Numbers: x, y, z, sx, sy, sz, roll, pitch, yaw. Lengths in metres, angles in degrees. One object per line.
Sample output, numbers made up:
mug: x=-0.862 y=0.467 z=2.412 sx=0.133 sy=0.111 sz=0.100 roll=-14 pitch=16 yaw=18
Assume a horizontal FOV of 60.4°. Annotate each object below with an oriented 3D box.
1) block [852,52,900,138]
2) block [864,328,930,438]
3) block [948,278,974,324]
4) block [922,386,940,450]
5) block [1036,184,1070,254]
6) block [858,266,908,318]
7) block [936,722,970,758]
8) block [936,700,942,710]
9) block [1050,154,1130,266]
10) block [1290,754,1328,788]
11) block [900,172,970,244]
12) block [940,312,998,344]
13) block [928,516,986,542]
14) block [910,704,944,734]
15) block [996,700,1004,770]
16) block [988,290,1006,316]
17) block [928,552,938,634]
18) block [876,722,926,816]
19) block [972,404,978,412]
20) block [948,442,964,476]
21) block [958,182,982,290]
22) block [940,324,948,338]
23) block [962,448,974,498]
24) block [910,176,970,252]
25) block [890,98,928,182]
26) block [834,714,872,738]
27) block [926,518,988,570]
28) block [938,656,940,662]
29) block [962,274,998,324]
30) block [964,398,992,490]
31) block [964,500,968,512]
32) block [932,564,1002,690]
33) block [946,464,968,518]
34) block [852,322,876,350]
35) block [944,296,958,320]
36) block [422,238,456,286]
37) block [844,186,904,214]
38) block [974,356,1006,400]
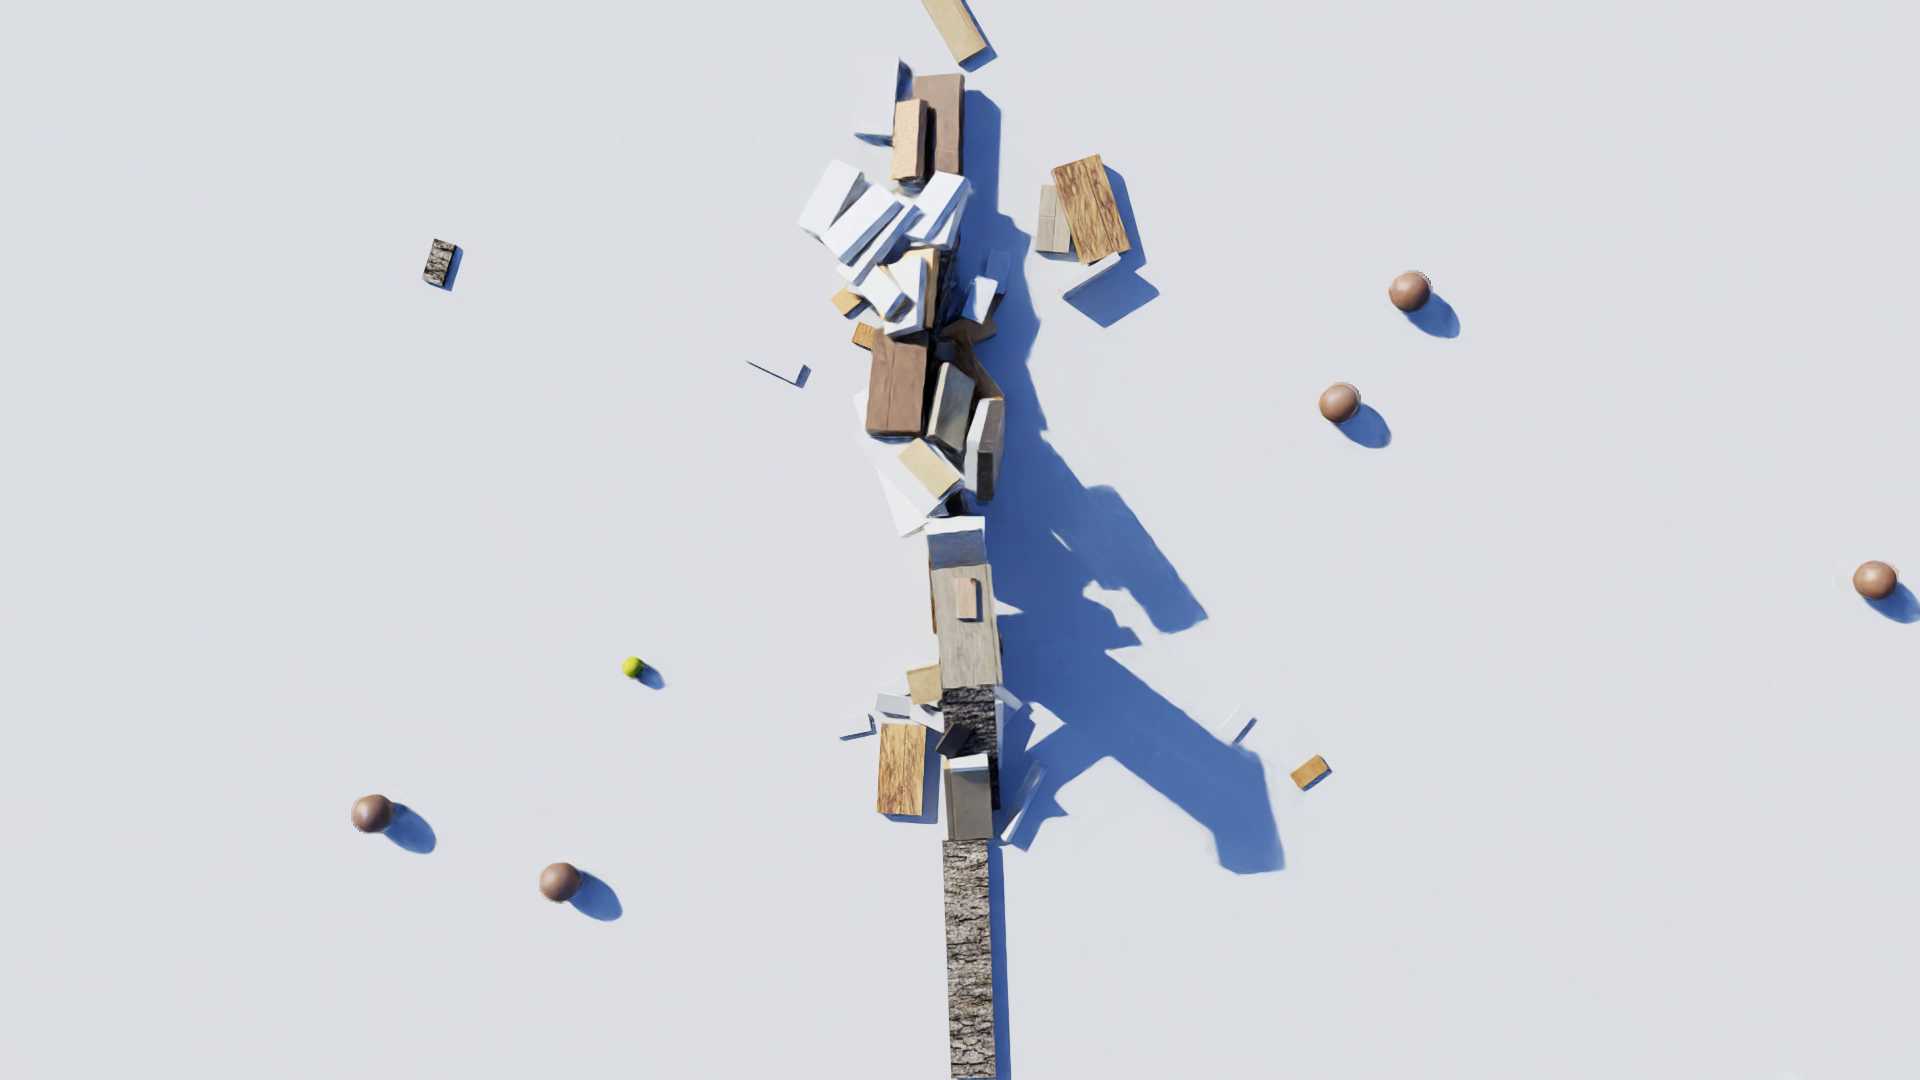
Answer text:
block: x=-0.280 y=-1.478 z=5.481 sx=0.132 sy=0.037 sz=0.265 roll=5 pitch=90 yaw=1
block: x=-0.197 y=-0.501 z=5.244 sx=0.173 sy=0.049 sz=0.346 roll=3 pitch=72 yaw=6
block: x=0.035 y=-0.765 z=5.453 sx=0.089 sy=0.025 sz=0.177 roll=30 pitch=113 yaw=0
block: x=-0.098 y=-0.379 z=5.362 sx=0.121 sy=0.034 sz=0.242 roll=6 pitch=77 yaw=42
block: x=0.315 y=-1.066 z=5.485 sx=0.109 sy=0.031 sz=0.219 roll=5 pitch=90 yaw=0
block: x=-0.247 y=-0.789 z=5.245 sx=0.027 sy=0.189 sz=0.095 roll=25 pitch=108 yaw=-43
block: x=-0.023 y=0.644 z=5.304 sx=0.061 sy=0.017 sz=0.122 roll=25 pitch=116 yaw=-15
block: x=-0.025 y=0.592 z=5.469 sx=0.071 sy=0.020 sz=0.141 roll=-15 pitch=108 yaw=0
block: x=0.431 y=-1.092 z=5.455 sx=0.164 sy=0.047 sz=0.329 roll=-20 pitch=94 yaw=-8
block: x=1.162 y=0.771 z=5.492 sx=0.115 sy=0.016 sz=0.058 roll=-37 pitch=90 yaw=0
block: x=-0.088 y=-1.078 z=5.353 sx=0.126 sy=0.036 sz=0.253 roll=22 pitch=74 yaw=38
block: x=0.026 y=-0.690 z=5.429 sx=0.177 sy=0.025 sz=0.089 roll=-26 pitch=104 yaw=3
block: x=-0.006 y=0.015 z=5.328 sx=0.175 sy=0.349 sz=0.049 roll=-3 pitch=69 yaw=0
block: x=-0.094 y=0.584 z=5.455 sx=0.141 sy=0.020 sz=0.071 roll=22 pitch=121 yaw=16
block: x=0.081 y=0.646 z=5.441 sx=0.116 sy=0.033 sz=0.231 roll=-3 pitch=104 yaw=-15
block: x=0.088 y=-0.783 z=5.490 sx=0.072 sy=0.020 sz=0.144 roll=31 pitch=90 yaw=0
block: x=-0.009 y=0.161 z=5.363 sx=0.175 sy=0.049 sz=0.349 roll=-3 pitch=133 yaw=0
block: x=-0.195 y=0.759 z=5.479 sx=0.149 sy=0.042 sz=0.297 roll=3 pitch=90 yaw=0
block: x=0.081 y=-0.423 z=5.466 sx=0.086 sy=0.024 sz=0.172 roll=-2 pitch=101 yaw=-5
block: x=-0.041 y=-0.267 z=5.409 sx=0.107 sy=0.030 sz=0.213 roll=-10 pitch=49 yaw=12
block: x=0.029 y=-1.006 z=5.455 sx=0.072 sy=0.020 sz=0.346 roll=-4 pitch=90 yaw=0
block: x=-0.011 y=-0.629 z=5.467 sx=0.089 sy=0.025 sz=0.177 roll=-14 pitch=103 yaw=0
block: x=-0.011 y=-0.216 z=5.404 sx=0.107 sy=0.213 sz=0.030 roll=-10 pitch=134 yaw=11
block: x=-0.062 y=-1.058 z=5.376 sx=0.134 sy=0.038 sz=0.268 roll=0 pitch=61 yaw=31
block: x=-0.168 y=-1.318 z=5.439 sx=0.035 sy=0.125 sz=0.250 roll=2 pitch=92 yaw=-43
block: x=-0.358 y=0.617 z=5.492 sx=0.115 sy=0.016 sz=0.058 roll=-12 pitch=90 yaw=0
block: x=0.001 y=0.084 z=5.224 sx=0.175 sy=0.049 sz=0.349 roll=-6 pitch=133 yaw=3
block: x=-0.022 y=0.407 z=5.442 sx=0.098 sy=0.028 sz=0.195 roll=2 pitch=116 yaw=-4
block: x=0.064 y=-0.787 z=5.392 sx=0.074 sy=0.021 sz=0.148 roll=21 pitch=87 yaw=1
block: x=0.064 y=-0.308 z=5.257 sx=0.047 sy=0.335 sz=0.167 roll=5 pitch=118 yaw=6
block: x=-0.004 y=-0.063 z=5.365 sx=0.065 sy=0.018 sz=0.131 roll=-3 pitch=98 yaw=0
block: x=0.019 y=0.253 z=4.805 sx=0.173 sy=0.049 sz=0.347 roll=-6 pitch=83 yaw=-2
block: x=-0.043 y=-0.131 z=5.305 sx=0.107 sy=0.030 sz=0.213 roll=-12 pitch=90 yaw=20
block: x=-0.283 y=-0.668 z=5.490 sx=0.141 sy=0.020 sz=0.071 roll=21 pitch=90 yaw=0
block: x=-0.073 y=-0.808 z=5.490 sx=0.072 sy=0.020 sz=0.144 roll=-44 pitch=90 yaw=0
block: x=-1.734 y=-0.924 z=5.490 sx=0.072 sy=0.020 sz=0.143 roll=18 pitch=90 yaw=0
block: x=-0.292 y=-1.075 z=5.482 sx=0.248 sy=0.035 sz=0.124 roll=-17 pitch=90 yaw=0
block: x=0.064 y=-0.511 z=5.417 sx=0.086 sy=0.024 sz=0.172 roll=-37 pitch=90 yaw=12
